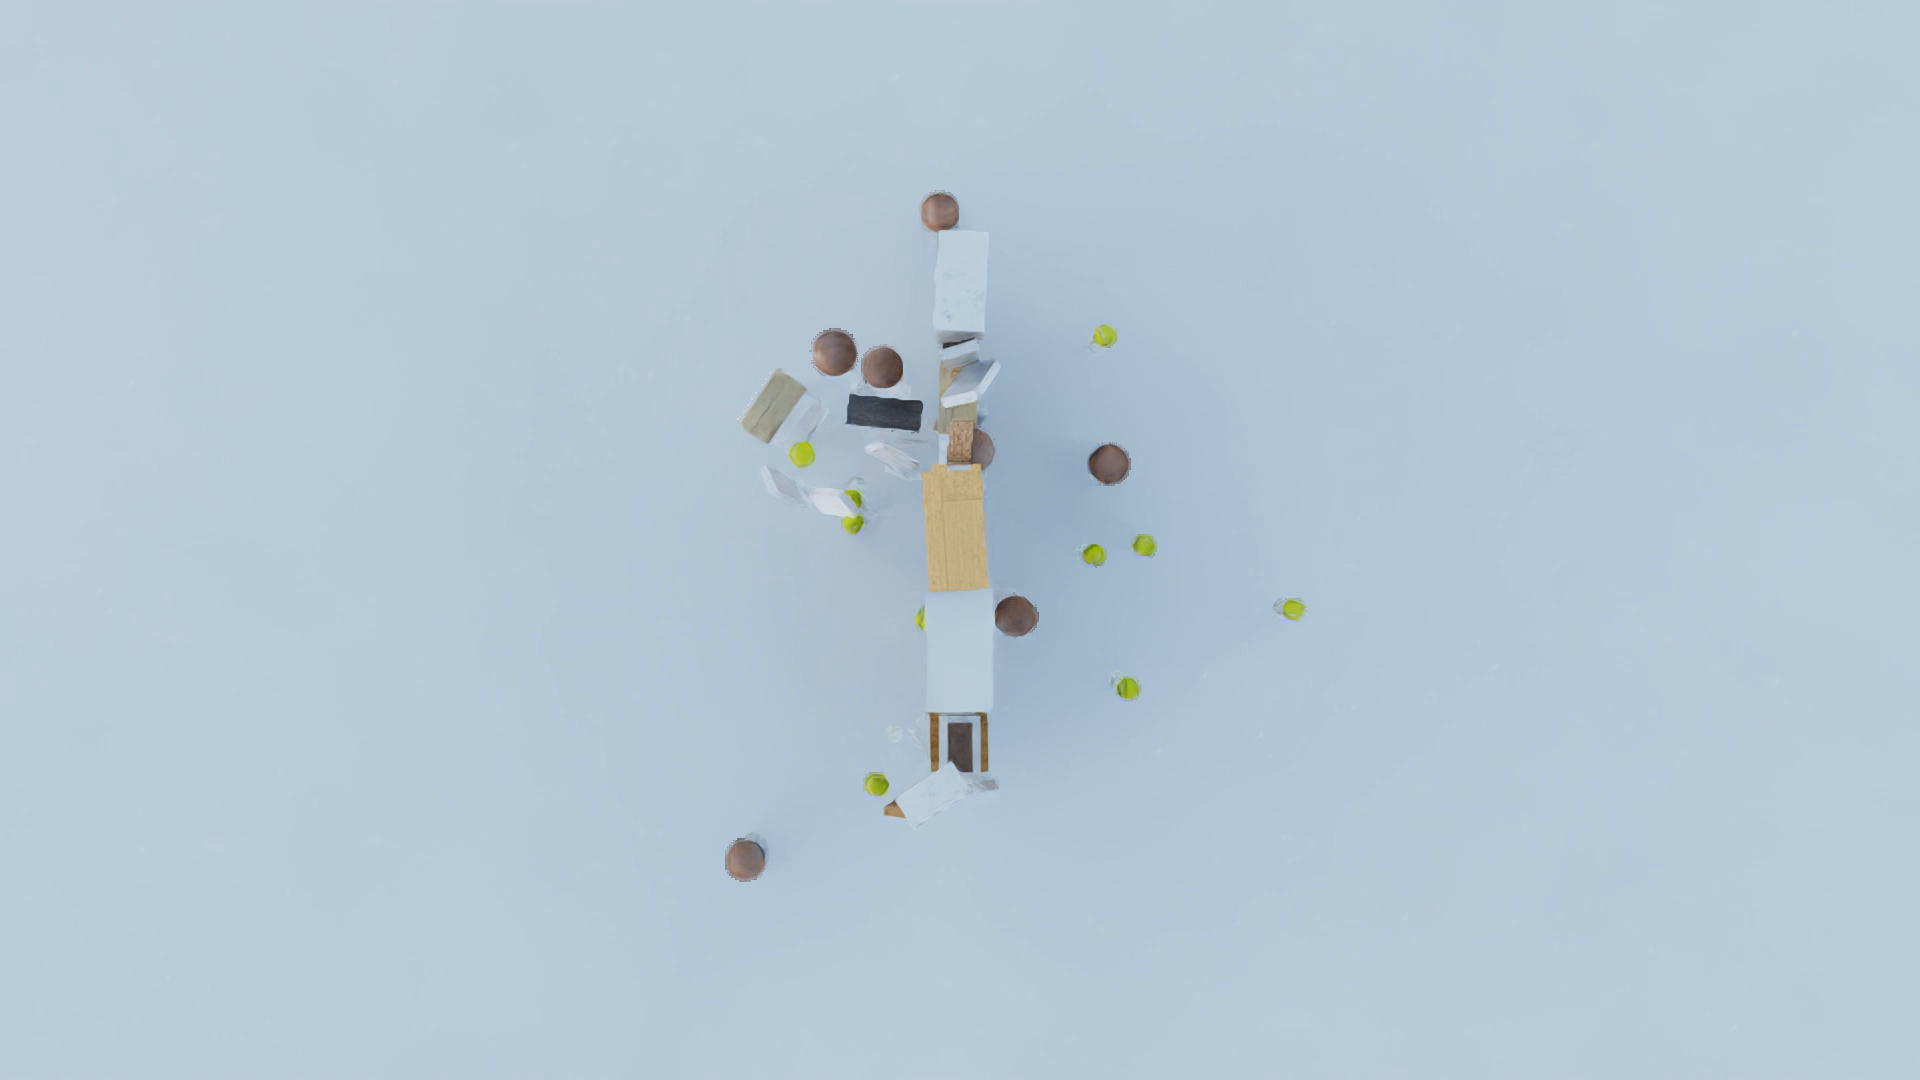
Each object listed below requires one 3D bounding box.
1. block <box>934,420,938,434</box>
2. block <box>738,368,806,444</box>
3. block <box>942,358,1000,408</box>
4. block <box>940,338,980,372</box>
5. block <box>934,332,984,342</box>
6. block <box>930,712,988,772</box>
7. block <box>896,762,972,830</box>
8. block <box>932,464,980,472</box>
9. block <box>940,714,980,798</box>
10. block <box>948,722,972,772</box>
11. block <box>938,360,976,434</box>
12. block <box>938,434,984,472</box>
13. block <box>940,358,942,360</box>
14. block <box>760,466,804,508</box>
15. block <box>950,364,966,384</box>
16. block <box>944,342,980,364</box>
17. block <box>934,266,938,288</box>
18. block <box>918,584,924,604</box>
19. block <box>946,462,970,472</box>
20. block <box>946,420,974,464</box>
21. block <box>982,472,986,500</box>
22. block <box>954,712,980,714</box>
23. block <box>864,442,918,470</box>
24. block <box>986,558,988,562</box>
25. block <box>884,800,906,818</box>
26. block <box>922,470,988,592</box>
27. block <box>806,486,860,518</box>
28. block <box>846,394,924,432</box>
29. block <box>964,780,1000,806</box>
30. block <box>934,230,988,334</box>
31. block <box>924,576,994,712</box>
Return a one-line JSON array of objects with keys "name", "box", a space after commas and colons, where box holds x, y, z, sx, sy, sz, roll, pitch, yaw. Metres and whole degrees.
[{"name": "block", "box": [-0.016, -0.346, 5.201, 0.115, 0.383, 0.033, 5, 91, 2]}, {"name": "block", "box": [-0.575, -0.410, 5.056, 0.107, 0.030, 0.213, 34, 92, -18]}, {"name": "block", "box": [0.032, -0.444, 4.655, 0.107, 0.213, 0.030, -10, 117, 26]}, {"name": "block", "box": [0.000, -0.518, 4.624, 0.107, 0.240, 0.030, -18, 89, 1]}, {"name": "block", "box": [-0.003, -0.595, 4.607, 0.135, 0.270, 0.038, -2, 87, 0]}, {"name": "block", "box": [-0.004, 0.526, 5.010, 0.175, 0.050, 0.350, -1, 90, 0]}, {"name": "block", "box": [-0.074, 0.700, 4.522, 0.188, 0.027, 0.094, -33, 71, -6]}, {"name": "block", "box": [-0.008, -0.076, 4.636, 0.137, 0.039, 0.275, -1, 91, 0]}, {"name": "block", "box": [0.000, 0.620, 4.732, 0.118, 0.033, 0.236, 0, 90, 0]}, {"name": "block", "box": [0.001, 0.575, 4.570, 0.068, 0.019, 0.136, 0, 90, 0]}, {"name": "block", "box": [-0.007, -0.428, 4.993, 0.115, 0.033, 0.230, 1, 89, 0]}, {"name": "block", "box": [0.004, -0.182, 4.950, 0.135, 0.038, 0.271, 0, 90, 0]}, {"name": "block", "box": [-0.005, -0.484, 5.256, 0.114, 0.032, 0.228, 0, 90, 0]}, {"name": "block", "box": [-0.549, -0.162, 5.102, 0.027, 0.187, 0.094, -32, 69, 12]}, {"name": "block", "box": [-0.003, -0.481, 4.876, 0.047, 0.013, 0.094, 7, 89, 0]}, {"name": "block", "box": [0.001, -0.610, 4.758, 0.102, 0.029, 0.204, -2, 91, 0]}, {"name": "block", "box": [-0.002, -0.745, 4.987, 0.135, 1.025, 0.038, 1, 93, 0]}, {"name": "block", "box": [-0.011, 0.138, 4.559, 0.179, 0.374, 0.051, -8, 88, 2]}, {"name": "block", "box": [-0.003, -0.201, 4.550, 0.064, 0.128, 0.018, -1, 97, 1]}, {"name": "block", "box": [0.000, -0.274, 4.647, 0.064, 0.018, 0.128, 3, 113, -9]}, {"name": "block", "box": [-0.007, -0.135, 4.460, 0.154, 0.309, 0.044, -8, 87, 1]}, {"name": "block", "box": [-0.001, 0.540, 4.867, 0.118, 0.236, 0.033, 0, 90, 0]}, {"name": "block", "box": [-0.203, -0.249, 4.893, 0.064, 0.227, 0.018, -9, 75, 23]}, {"name": "block", "box": [-0.005, 0.071, 4.464, 0.154, 0.309, 0.044, -1, 90, 0]}, {"name": "block", "box": [-0.084, 0.768, 5.013, 0.094, 0.971, 0.027, 2, 88, 10]}, {"name": "block", "box": [-0.012, -0.024, 4.285, 0.154, 0.044, 0.309, -3, 91, 0]}, {"name": "block", "box": [-0.391, -0.116, 5.062, 0.027, 0.187, 0.094, -51, 121, -22]}, {"name": "block", "box": [-0.238, -0.399, 5.183, 0.233, 0.027, 0.094, 6, 89, 10]}, {"name": "block", "box": [0.059, 0.706, 4.621, 0.094, 0.188, 0.027, -13, 90, -1]}, {"name": "block", "box": [0.004, -0.697, 4.454, 0.135, 0.038, 0.270, 3, 89, 0]}, {"name": "block", "box": [-0.003, 0.273, 4.344, 0.179, 0.051, 0.357, 0, 90, 0]}]
